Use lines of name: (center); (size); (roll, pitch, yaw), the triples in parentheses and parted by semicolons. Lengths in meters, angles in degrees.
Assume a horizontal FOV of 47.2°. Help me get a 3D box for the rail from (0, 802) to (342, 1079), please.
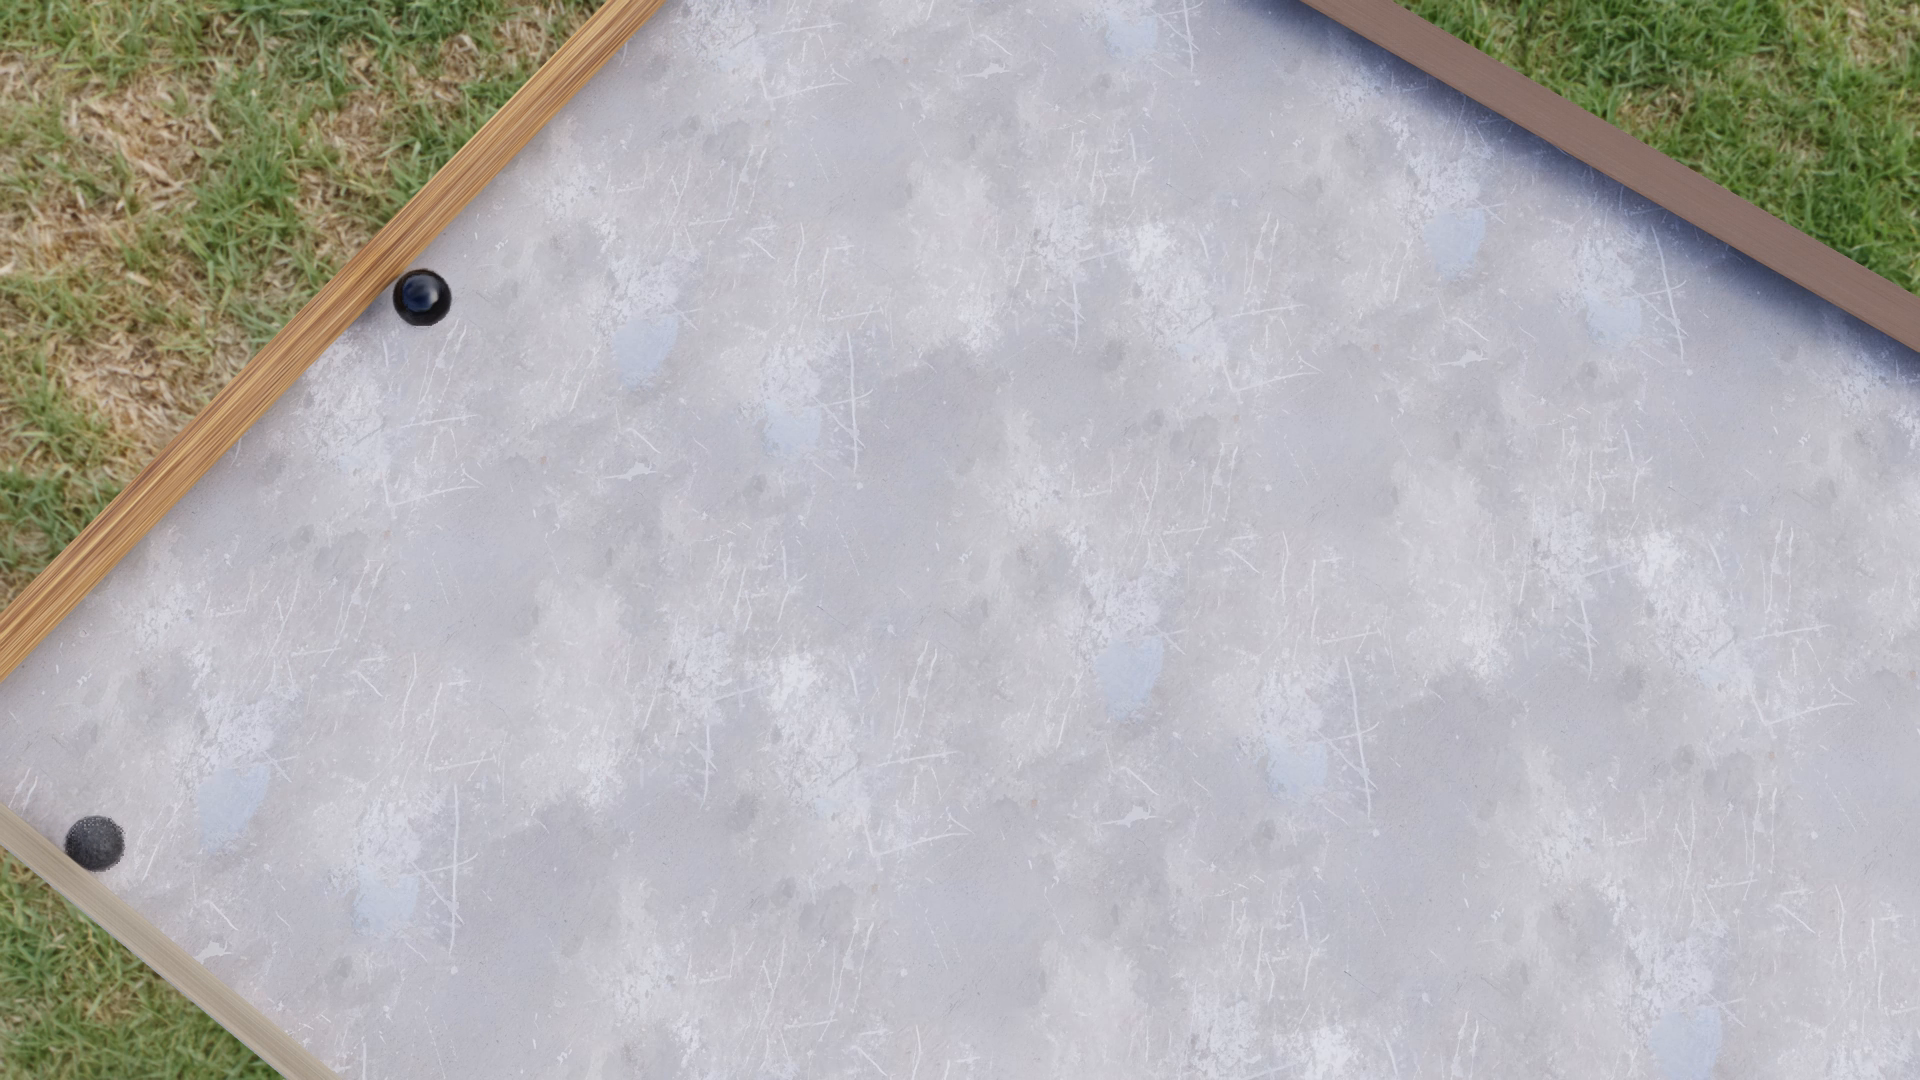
rail: (0.151, 1.499, 2.839); (4.401, 0.126, 0.045); (34, 70, 14)

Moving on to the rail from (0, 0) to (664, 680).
rail: (-0.867, -0.588, 3.783); (0.045, 0.126, 2.530); (34, 70, 14)

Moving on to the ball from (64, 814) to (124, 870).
ball: (-1.312, 0.459, 3.334); (0.084, 0.084, 0.084); (0, 66, 0)

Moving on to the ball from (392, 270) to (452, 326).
ball: (-0.910, -0.409, 3.719); (0.097, 0.097, 0.097); (0, 66, 0)

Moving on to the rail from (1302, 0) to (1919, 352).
rail: (1.622, -0.323, 3.663); (4.401, 0.126, 0.045); (34, 70, 14)
